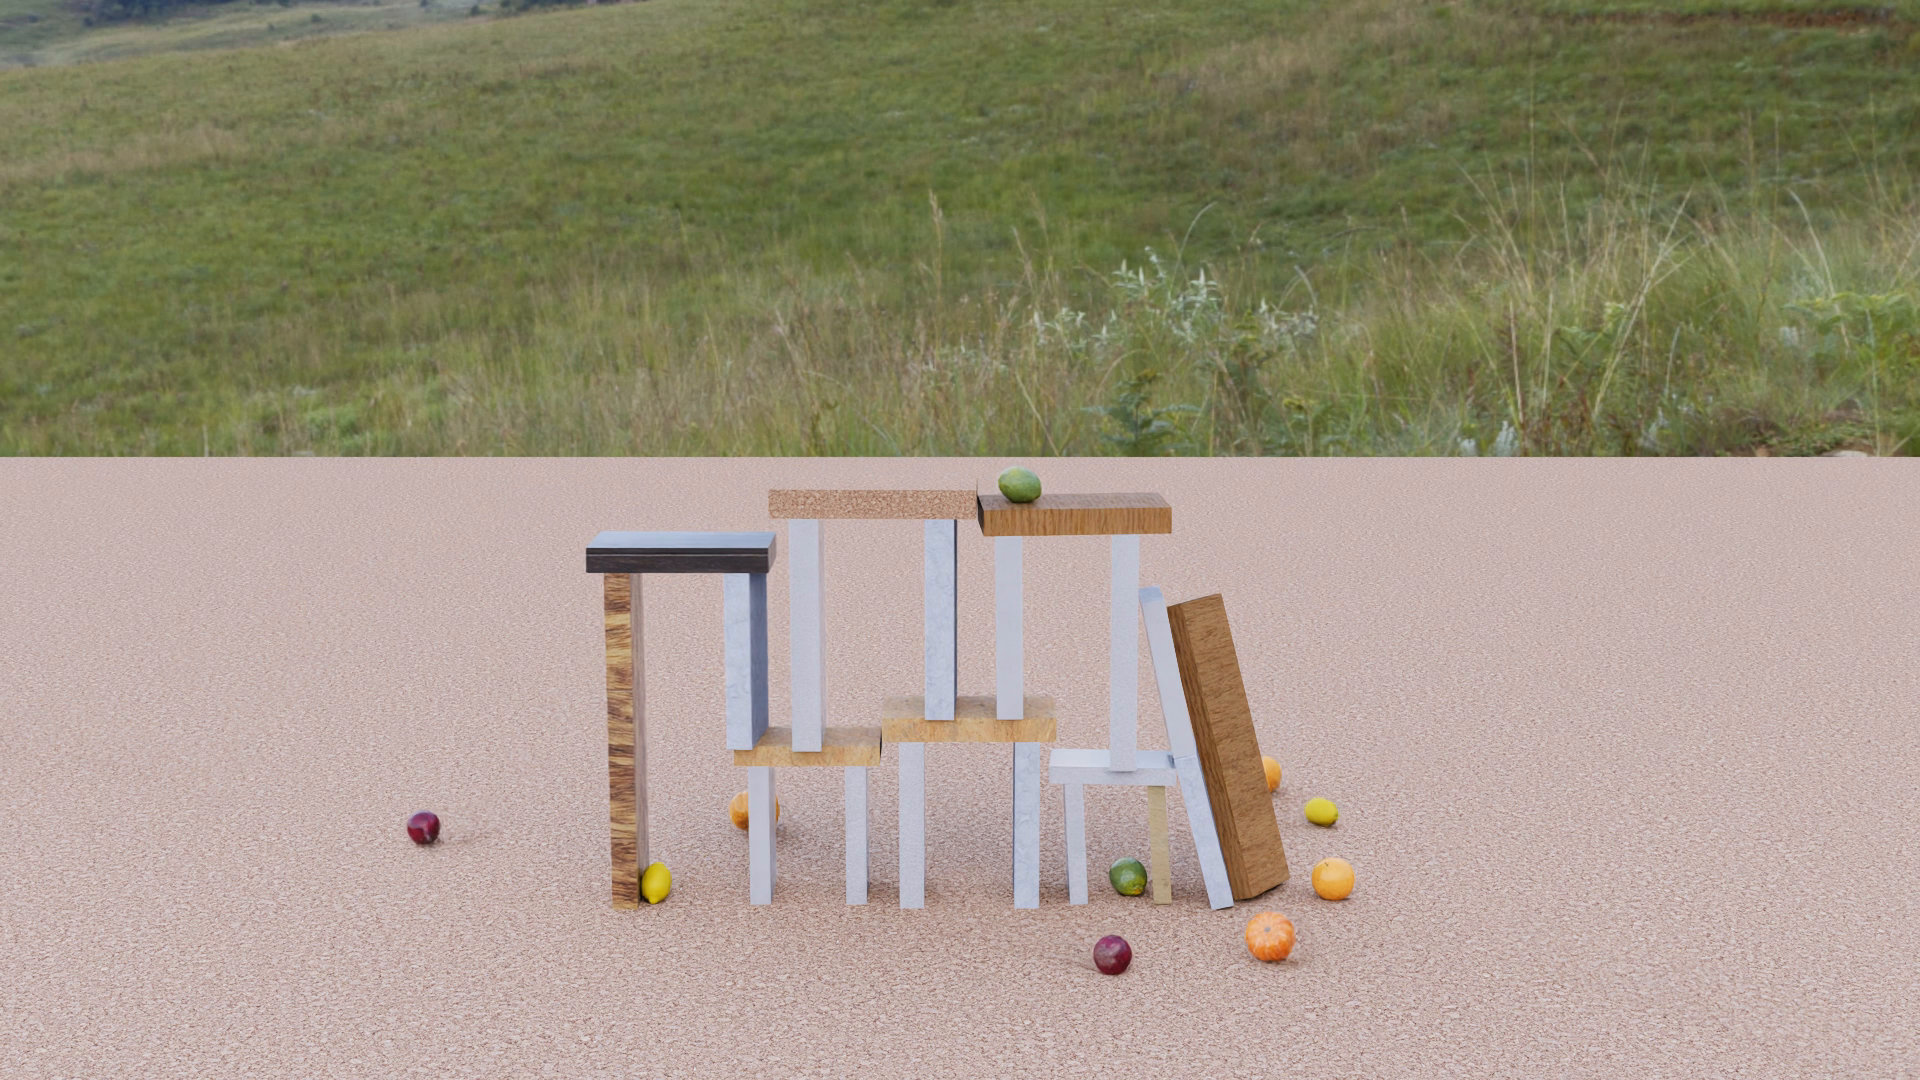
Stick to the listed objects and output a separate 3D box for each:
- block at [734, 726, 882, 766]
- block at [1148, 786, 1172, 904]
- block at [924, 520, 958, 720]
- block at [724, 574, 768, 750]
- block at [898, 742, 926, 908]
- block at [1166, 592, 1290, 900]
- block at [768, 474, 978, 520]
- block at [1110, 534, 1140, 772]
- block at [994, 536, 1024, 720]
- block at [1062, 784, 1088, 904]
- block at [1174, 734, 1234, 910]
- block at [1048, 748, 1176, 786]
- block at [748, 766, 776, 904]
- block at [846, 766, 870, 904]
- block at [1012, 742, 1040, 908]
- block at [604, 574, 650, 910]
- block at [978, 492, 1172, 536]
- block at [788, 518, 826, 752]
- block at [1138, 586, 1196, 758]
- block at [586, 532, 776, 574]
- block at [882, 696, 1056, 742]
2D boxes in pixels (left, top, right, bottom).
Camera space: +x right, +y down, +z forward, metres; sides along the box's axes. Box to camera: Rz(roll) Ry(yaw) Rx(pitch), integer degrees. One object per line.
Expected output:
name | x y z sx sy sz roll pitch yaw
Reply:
block | -0.249 0.340 3.626 0.237 0.034 0.118 0 11 0
block | 0.330 0.489 3.647 0.029 0.206 0.103 -3 10 5
block | -0.030 0.113 3.579 0.046 0.328 0.164 0 11 2
block | -0.348 0.183 3.589 0.041 0.290 0.145 1 11 6
block | -0.079 0.452 3.642 0.040 0.282 0.141 0 11 0
block | 0.447 0.342 3.676 0.037 0.495 0.130 -15 -2 37
block | -0.137 -0.071 3.545 0.328 0.046 0.164 0 11 1
block | 0.267 0.169 3.584 0.042 0.385 0.149 1 11 3
block | 0.079 0.128 3.577 0.042 0.299 0.149 -1 11 1
block | 0.190 0.489 3.647 0.029 0.206 0.103 -3 11 0
block | 0.402 0.464 3.631 0.037 0.260 0.130 -14 9 7
block | 0.252 0.374 3.618 0.206 0.029 0.103 1 11 4
block | -0.328 0.473 3.652 0.034 0.237 0.118 0 11 0
block | -0.170 0.473 3.653 0.034 0.237 0.118 0 11 0
block | 0.109 0.452 3.642 0.040 0.282 0.141 0 11 0
block | -0.547 0.315 3.615 0.041 0.560 0.145 0 11 0
block | 0.182 -0.042 3.553 0.299 0.042 0.149 -1 11 -3
block | -0.247 0.139 3.581 0.046 0.379 0.164 0 11 0
block | 0.337 0.214 3.597 0.037 0.260 0.130 -12 9 3
block | -0.448 0.020 3.560 0.290 0.041 0.145 0 11 0
block | 0.015 0.294 3.613 0.282 0.040 0.141 0 11 0
